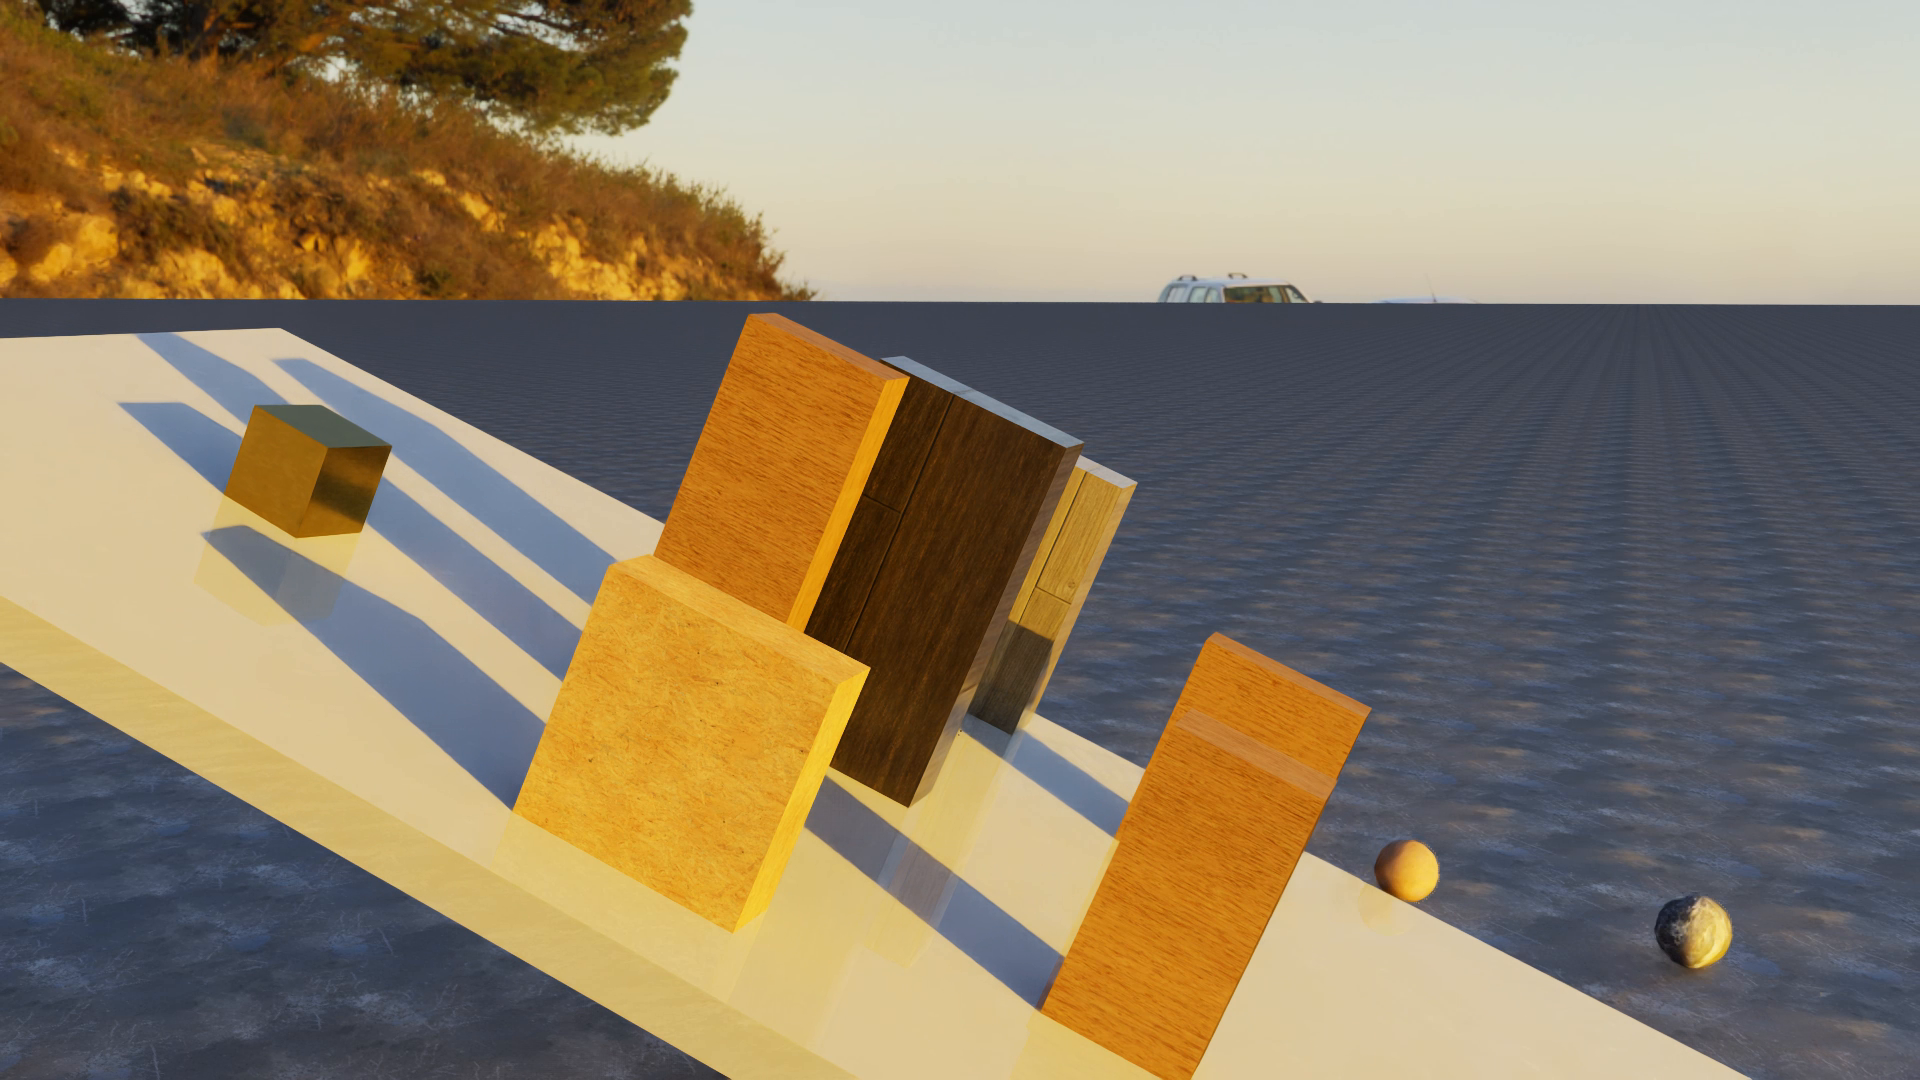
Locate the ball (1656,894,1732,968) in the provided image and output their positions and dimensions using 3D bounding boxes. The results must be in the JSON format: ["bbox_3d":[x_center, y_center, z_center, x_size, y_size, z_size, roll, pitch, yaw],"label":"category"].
[{"bbox_3d":[1.961,1.046,5.881,0.195,0.195,0.195,0,7,0],"label":"ball"}]

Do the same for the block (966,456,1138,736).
[{"bbox_3d":[0.123,0.088,4.892,0.300,0.607,0.148,26,13,13],"label":"block"}]

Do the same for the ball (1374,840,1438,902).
[{"bbox_3d":[1.005,0.745,4.950,0.142,0.142,0.142,0,7,0],"label":"ball"}]

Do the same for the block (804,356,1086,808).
[{"bbox_3d":[-0.103,0.078,4.210,0.394,0.759,0.140,26,13,13],"label":"block"}]

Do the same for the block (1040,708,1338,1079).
[{"bbox_3d":[0.368,0.576,3.544,0.260,0.534,0.143,26,13,13],"label":"block"}]

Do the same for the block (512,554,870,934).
[{"bbox_3d":[-0.423,0.314,3.447,0.409,0.437,0.144,26,13,13],"label":"block"}]

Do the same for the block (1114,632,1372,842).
[{"bbox_3d":[0.571,0.474,4.456,0.348,0.460,0.105,26,13,13],"label":"block"}]

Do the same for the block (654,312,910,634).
[{"bbox_3d":[-0.380,0.008,3.962,0.278,0.783,0.127,26,13,13],"label":"block"}]

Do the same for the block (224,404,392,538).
[{"bbox_3d":[-1.277,-0.137,4.313,0.192,0.192,0.192,28,14,19],"label":"block"}]

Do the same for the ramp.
[{"bbox_3d":[-0.282,0.489,4.181,4.000,0.100,2.000,26,13,13],"label":"ramp"}]

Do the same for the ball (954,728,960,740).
[{"bbox_3d":[-0.072,0.364,4.483,0.149,0.149,0.149,0,7,0],"label":"ball"}]
